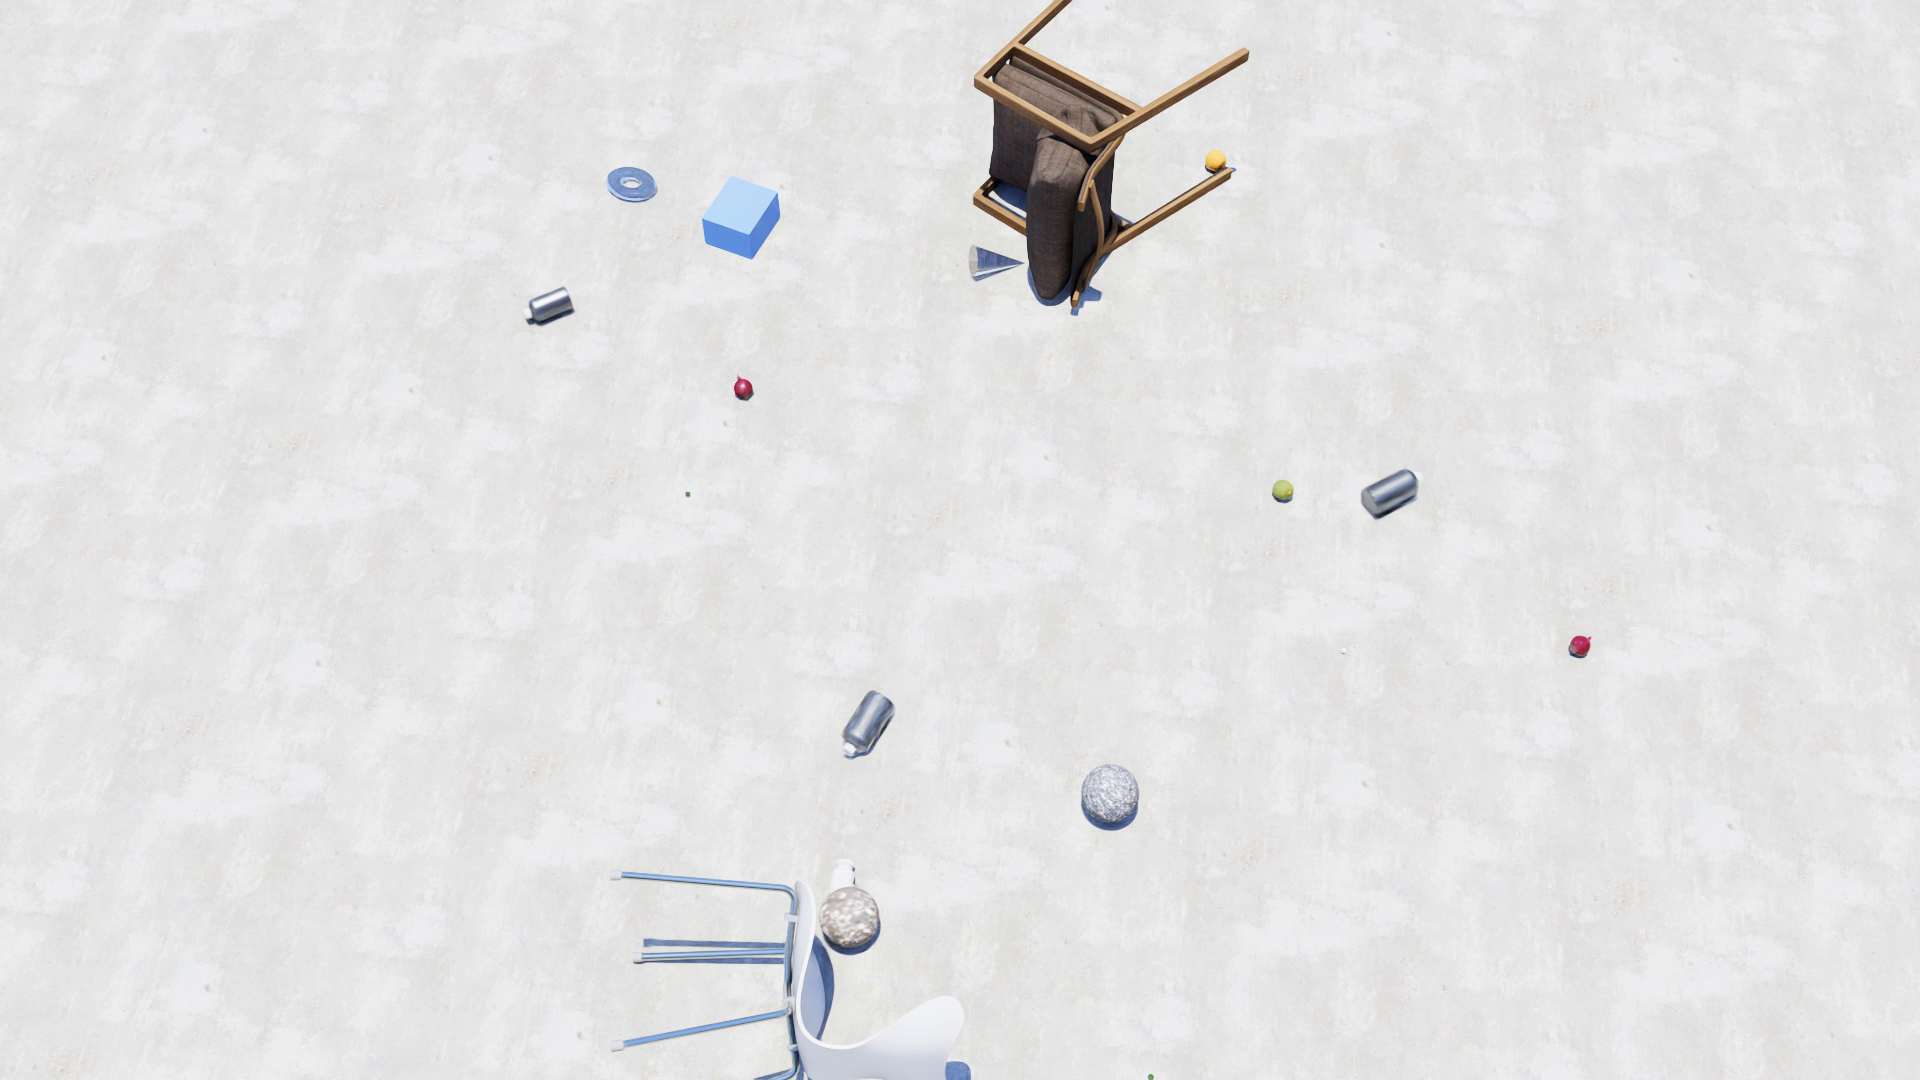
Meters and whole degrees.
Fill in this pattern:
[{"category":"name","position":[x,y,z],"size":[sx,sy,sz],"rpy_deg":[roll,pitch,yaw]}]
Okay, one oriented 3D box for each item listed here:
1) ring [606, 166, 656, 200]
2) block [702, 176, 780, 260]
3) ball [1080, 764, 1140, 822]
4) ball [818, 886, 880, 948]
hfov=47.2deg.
[{"category":"ring","position":[-1.099,-1.192,7.352],"size":[0.178,0.037,0.137],"rpy_deg":[20,58,12]},{"category":"block","position":[-0.716,-1.056,7.209],"size":[0.173,0.123,0.205],"rpy_deg":[21,59,13]},{"category":"ball","position":[0.411,0.693,6.013],"size":[0.160,0.160,0.160],"rpy_deg":[0,56,0]},{"category":"ball","position":[-0.293,0.996,5.809],"size":[0.160,0.160,0.160],"rpy_deg":[0,56,0]}]
